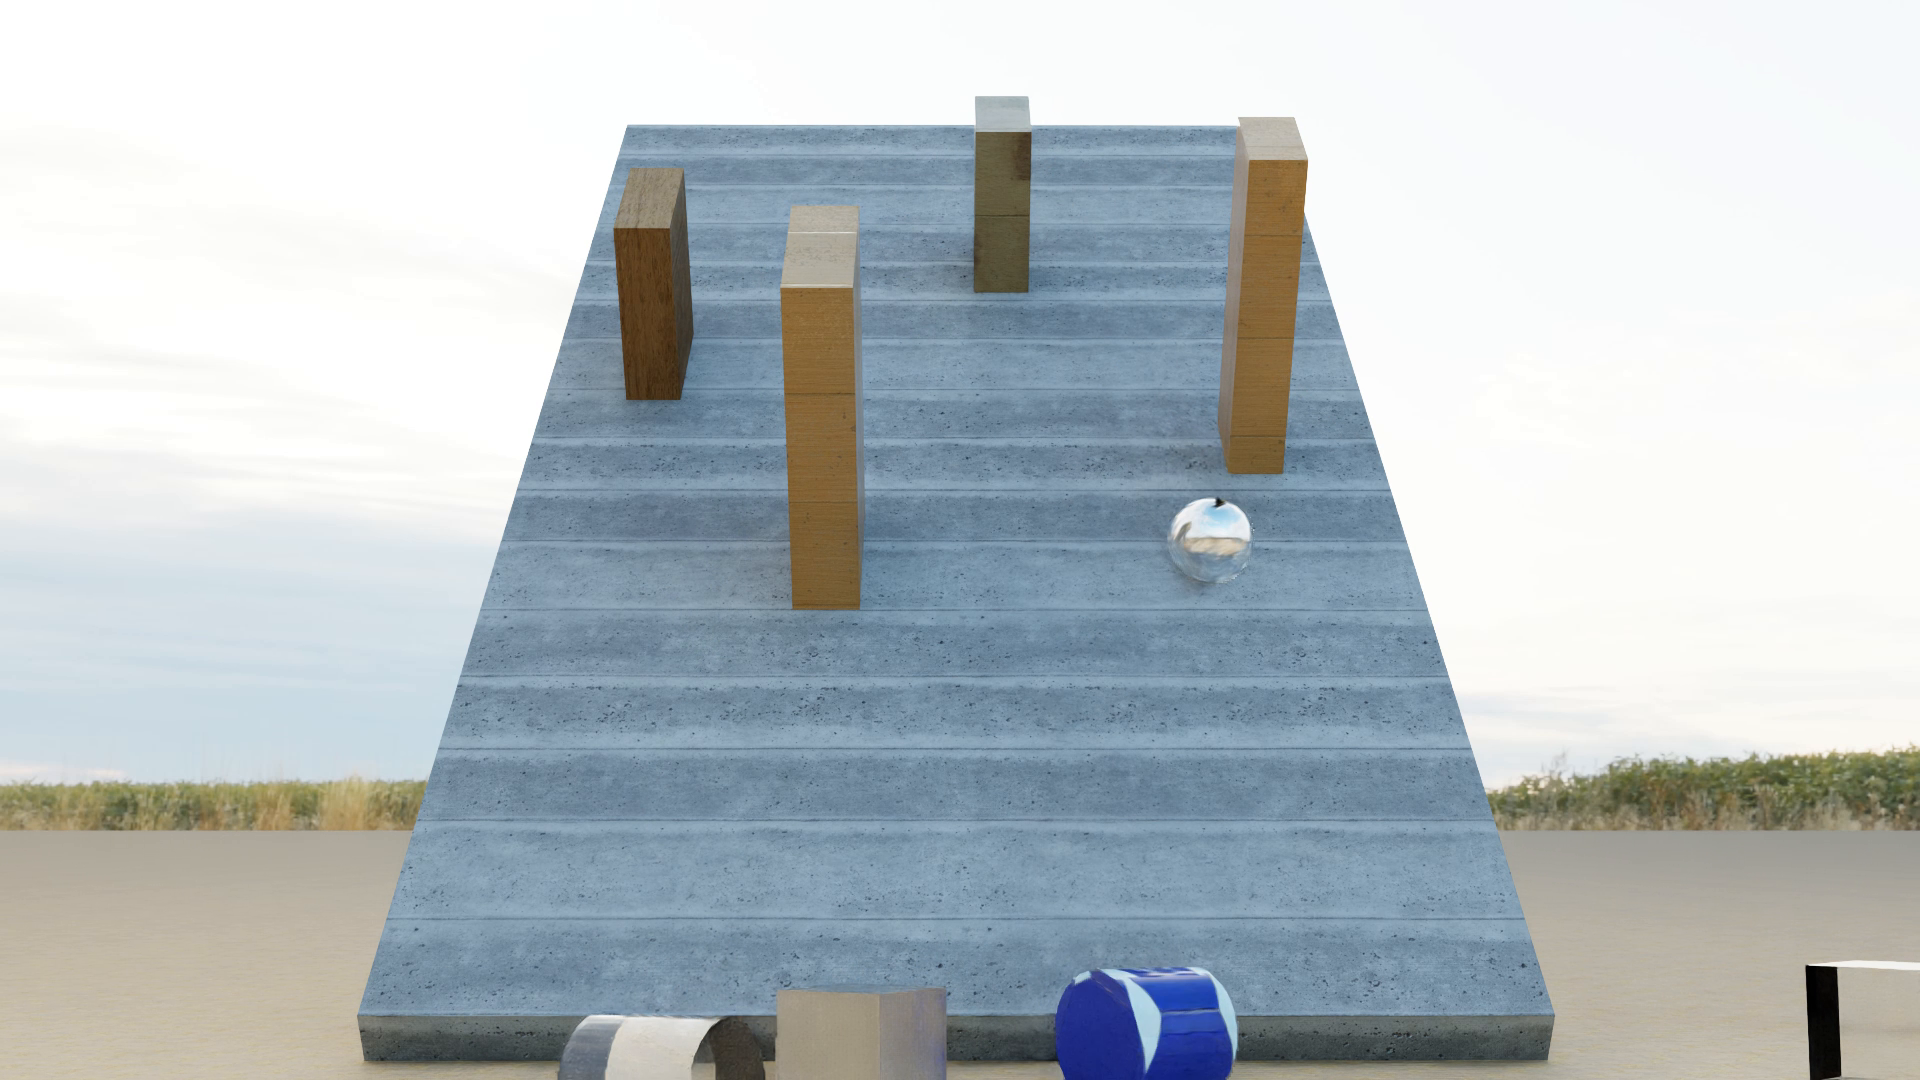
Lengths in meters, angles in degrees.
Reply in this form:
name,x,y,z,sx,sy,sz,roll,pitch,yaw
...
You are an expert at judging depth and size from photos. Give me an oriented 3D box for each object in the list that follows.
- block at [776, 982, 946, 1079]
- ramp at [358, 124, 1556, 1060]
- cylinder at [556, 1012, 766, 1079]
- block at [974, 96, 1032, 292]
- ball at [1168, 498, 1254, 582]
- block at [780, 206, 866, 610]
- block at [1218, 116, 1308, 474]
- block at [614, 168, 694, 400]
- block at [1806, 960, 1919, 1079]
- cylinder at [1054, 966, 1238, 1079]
name,x,y,z,sx,sy,sz,roll,pitch,yaw
block,-0.136,0.708,3.374,0.170,0.170,0.170,-4,-8,31
ramp,-0.014,-0.199,5.798,2.000,0.100,4.000,0,31,0
cylinder,-0.347,0.642,2.832,0.176,0.176,0.176,-3,-7,25
block,0.110,-0.916,6.451,0.144,0.453,0.254,0,31,0
ball,0.535,0.000,5.200,0.183,0.183,0.183,0,-7,0
block,-0.282,-0.276,5.108,0.141,0.746,0.402,0,31,0
block,0.684,-0.550,5.536,0.127,0.777,0.251,0,31,0
block,-0.748,-0.630,5.971,0.132,0.454,0.366,0,31,0
block,1.445,0.752,3.786,0.179,0.179,0.179,-7,-9,44
cylinder,0.270,0.718,3.538,0.188,0.188,0.188,5,-8,-36
